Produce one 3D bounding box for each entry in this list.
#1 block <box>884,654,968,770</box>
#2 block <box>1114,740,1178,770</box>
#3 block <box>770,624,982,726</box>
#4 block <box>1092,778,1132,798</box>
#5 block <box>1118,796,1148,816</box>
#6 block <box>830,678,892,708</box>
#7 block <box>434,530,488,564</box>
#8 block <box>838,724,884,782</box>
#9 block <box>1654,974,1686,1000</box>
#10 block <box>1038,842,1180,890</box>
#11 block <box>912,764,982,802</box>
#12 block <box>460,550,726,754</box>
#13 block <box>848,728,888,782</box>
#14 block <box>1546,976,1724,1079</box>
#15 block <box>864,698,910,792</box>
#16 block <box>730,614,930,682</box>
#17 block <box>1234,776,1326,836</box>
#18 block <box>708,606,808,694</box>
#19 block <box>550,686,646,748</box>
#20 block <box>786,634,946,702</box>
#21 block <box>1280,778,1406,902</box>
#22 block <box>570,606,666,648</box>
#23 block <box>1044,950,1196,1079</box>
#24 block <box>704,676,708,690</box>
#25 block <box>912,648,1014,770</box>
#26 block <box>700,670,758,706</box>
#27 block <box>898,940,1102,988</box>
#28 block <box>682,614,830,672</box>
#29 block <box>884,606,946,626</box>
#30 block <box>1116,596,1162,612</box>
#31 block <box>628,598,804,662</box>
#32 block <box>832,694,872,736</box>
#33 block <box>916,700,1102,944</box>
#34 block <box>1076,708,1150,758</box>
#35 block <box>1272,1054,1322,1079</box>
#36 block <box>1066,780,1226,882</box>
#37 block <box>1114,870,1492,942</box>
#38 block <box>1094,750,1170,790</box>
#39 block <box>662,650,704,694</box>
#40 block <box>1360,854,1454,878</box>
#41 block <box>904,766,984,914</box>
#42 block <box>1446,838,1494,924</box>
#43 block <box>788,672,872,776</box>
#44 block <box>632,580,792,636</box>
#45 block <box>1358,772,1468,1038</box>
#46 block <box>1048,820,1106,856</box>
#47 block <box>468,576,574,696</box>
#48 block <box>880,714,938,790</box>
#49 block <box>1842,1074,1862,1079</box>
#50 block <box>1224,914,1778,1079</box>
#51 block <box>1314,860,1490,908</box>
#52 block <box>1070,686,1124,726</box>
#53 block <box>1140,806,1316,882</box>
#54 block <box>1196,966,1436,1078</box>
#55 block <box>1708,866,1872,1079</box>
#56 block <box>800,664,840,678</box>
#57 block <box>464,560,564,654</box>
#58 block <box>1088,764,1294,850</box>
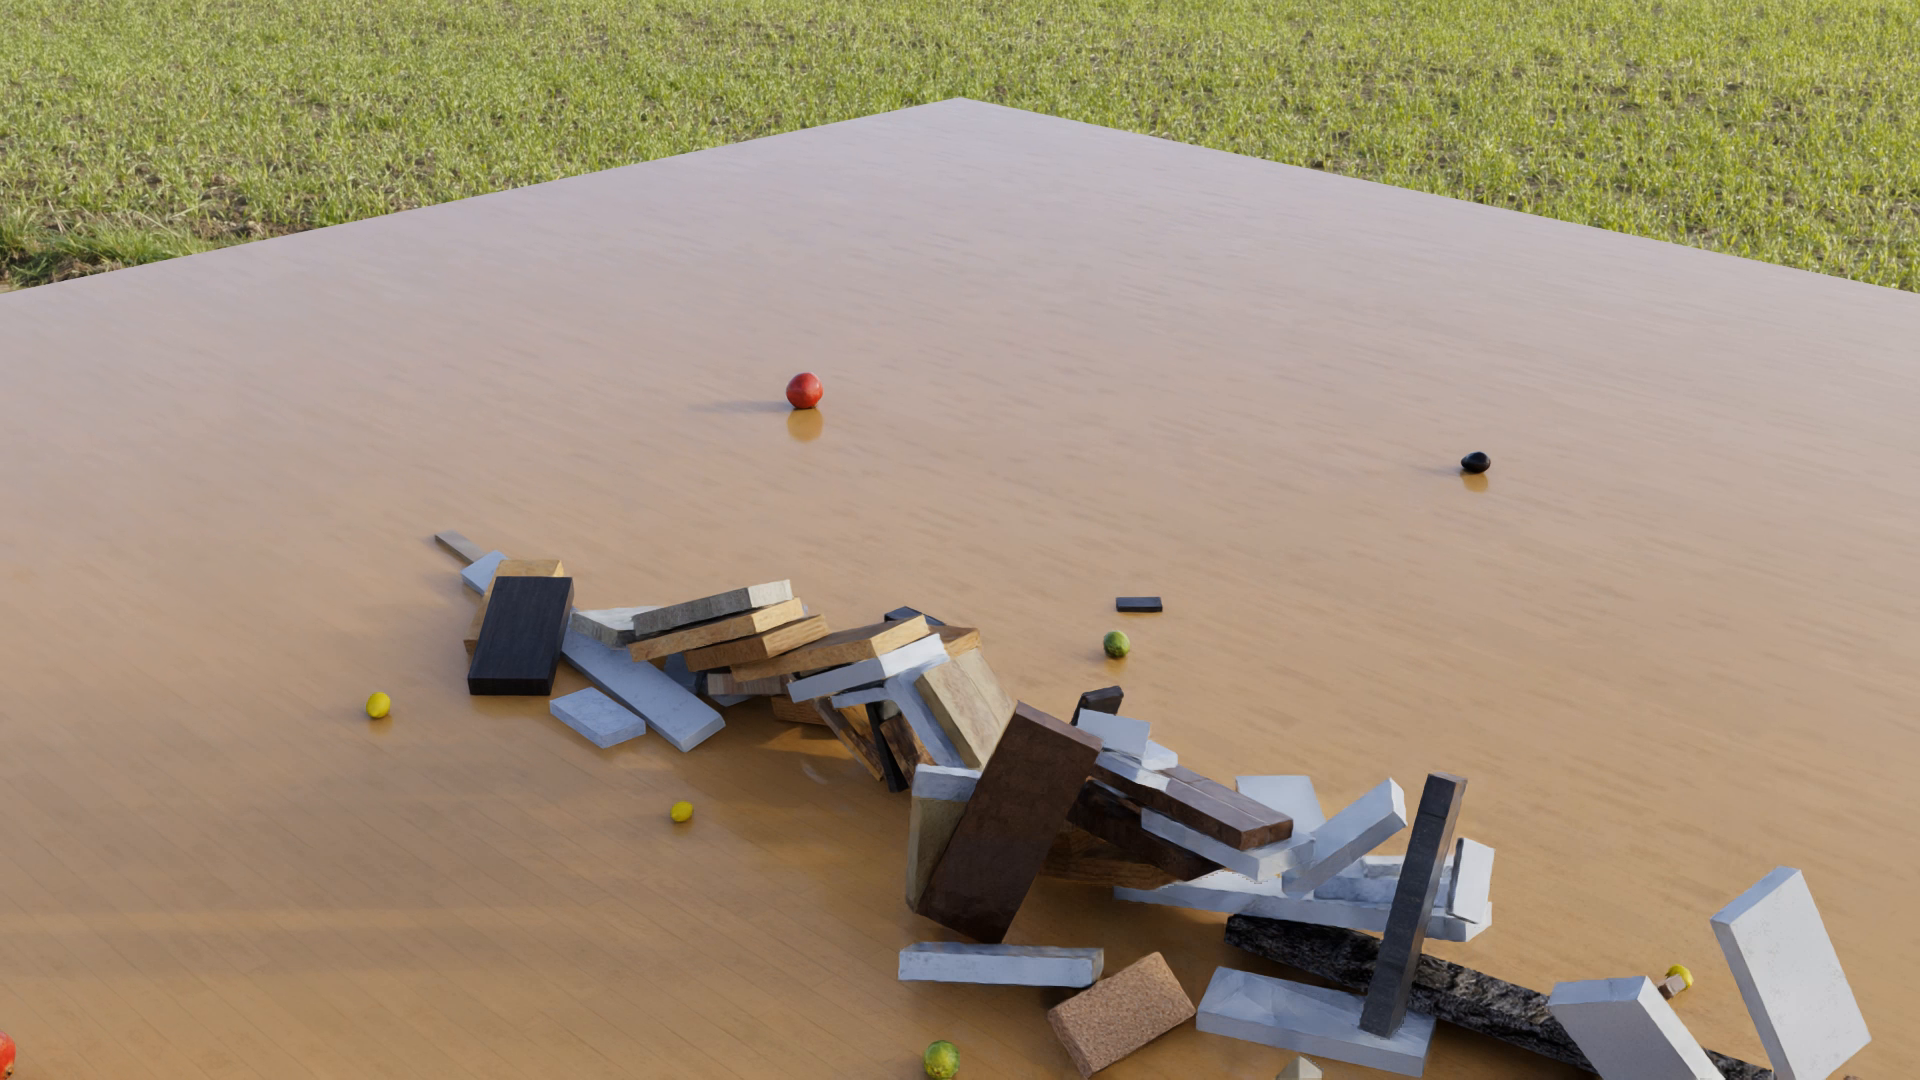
[{"bbox_3d":[-0.006,0.382,4.409,0.154,0.044,0.308,-21,71,-45],"label":"block"},{"bbox_3d":[0.319,0.390,4.103,0.085,0.024,0.169,-6,17,-33],"label":"block"},{"bbox_3d":[-0.182,0.297,4.927,0.180,0.051,0.485,2,19,45],"label":"block"},{"bbox_3d":[0.296,0.457,4.110,0.047,0.013,0.094,-9,19,-34],"label":"block"},{"bbox_3d":[0.339,0.489,4.062,0.047,0.013,0.095,-9,21,-31],"label":"block"},{"bbox_3d":[-0.164,0.309,4.528,0.195,0.028,0.098,-13,5,42],"label":"block"},{"bbox_3d":[-1.037,0.148,5.391,0.054,0.015,1.052,-17,28,-34],"label":"block"},{"bbox_3d":[-0.184,0.439,4.610,0.069,0.020,0.138,-24,60,-37],"label":"block"},{"bbox_3d":[1.097,0.761,3.588,0.166,0.023,0.083,-36,-16,28],"label":"block"},{"bbox_3d":[0.295,0.597,4.136,0.170,0.048,0.339,-13,7,-39],"label":"block"},{"bbox_3d":[-0.019,0.438,3.946,0.128,0.064,0.018,8,38,-7],"label":"block"},{"bbox_3d":[-0.878,0.239,5.115,0.108,0.031,1.115,-34,36,-23],"label":"block"},{"bbox_3d":[-0.164,0.437,4.592,0.069,0.020,0.138,-23,60,-37],"label":"block"},{"bbox_3d":[1.068,0.808,3.398,0.164,0.329,0.047,-19,26,48],"label":"block"},{"bbox_3d":[-0.125,0.413,4.544,0.098,0.195,0.028,-19,5,-38],"label":"block"},{"bbox_3d":[-0.280,0.229,4.593,0.142,0.040,0.540,-23,6,-38],"label":"block"},{"bbox_3d":[0.646,0.562,4.381,0.151,0.043,0.301,-1,23,-2],"label":"block"},{"bbox_3d":[-0.453,0.246,4.979,0.180,0.051,0.359,-1,22,3],"label":"block"},{"bbox_3d":[-0.793,0.387,4.809,0.108,0.031,0.217,-18,29,-37],"label":"block"},{"bbox_3d":[-0.198,0.266,4.539,0.154,0.044,0.374,-21,1,-36],"label":"block"},{"bbox_3d":[0.675,0.530,3.883,0.250,0.035,0.125,-39,12,20],"label":"block"},{"bbox_3d":[-0.755,0.200,5.120,0.142,0.040,0.284,20,12,32],"label":"block"},{"bbox_3d":[0.275,0.804,3.730,0.250,0.035,0.125,-19,69,-38],"label":"block"},{"bbox_3d":[-0.474,0.312,4.924,0.177,0.025,0.089,3,23,9],"label":"block"},{"bbox_3d":[0.053,0.376,4.369,0.154,0.044,0.308,-23,74,-41],"label":"block"},{"bbox_3d":[-0.543,0.322,4.969,0.089,0.025,0.177,-18,29,-36],"label":"block"},{"bbox_3d":[0.074,0.740,3.840,0.334,0.047,0.167,0,-4,10],"label":"block"},{"bbox_3d":[-0.441,0.223,4.734,0.164,0.046,0.328,-20,4,-38],"label":"block"},{"bbox_3d":[-0.108,0.198,5.269,0.070,0.020,0.140,-21,31,-40],"label":"block"},{"bbox_3d":[0.437,0.158,5.369,0.109,0.015,0.054,0,23,-1],"label":"block"},{"bbox_3d":[-0.541,0.199,4.848,0.410,0.043,0.151,-14,4,40],"label":"block"},{"bbox_3d":[-0.208,0.360,4.634,0.069,0.020,0.138,-13,32,-24],"label":"block"},{"bbox_3d":[0.085,0.514,3.928,0.164,0.458,0.046,25,24,0],"label":"block"},{"bbox_3d":[0.272,0.346,3.933,0.128,0.018,0.064,11,67,8],"label":"block"},{"bbox_3d":[0.476,0.943,3.318,0.047,0.167,0.334,37,24,-9],"label":"block"},{"bbox_3d":[0.355,0.523,4.058,0.170,0.048,0.339,-13,24,-39],"label":"block"},{"bbox_3d":[0.610,0.651,3.976,0.674,0.041,0.143,2,5,31],"label":"block"},{"bbox_3d":[0.288,0.406,3.966,0.085,0.024,0.169,21,0,-42],"label":"block"},{"bbox_3d":[-0.624,0.292,4.975,0.089,0.025,0.177,-10,31,11],"label":"block"},{"bbox_3d":[0.801,0.580,3.908,0.166,0.023,0.083,0,4,3],"label":"block"},{"bbox_3d":[-0.023,0.557,4.077,0.142,0.284,0.040,-12,37,-23],"label":"block"},{"bbox_3d":[0.837,0.560,3.607,0.064,0.128,0.018,22,-21,-22],"label":"block"},{"bbox_3d":[-0.251,0.374,4.673,0.070,0.020,0.298,-23,60,-37],"label":"block"},{"bbox_3d":[-0.558,0.152,4.949,0.328,0.046,0.164,-14,-2,29],"label":"block"},{"bbox_3d":[0.754,0.600,3.650,0.047,0.430,0.167,16,1,20],"label":"block"},{"bbox_3d":[0.158,0.548,4.271,0.170,0.048,0.339,-18,11,-39],"label":"block"},{"bbox_3d":[-1.007,0.218,5.063,0.180,0.051,0.359,0,38,1],"label":"block"},{"bbox_3d":[-0.079,0.447,4.501,0.098,0.195,0.028,-19,-14,-38],"label":"block"},{"bbox_3d":[1.256,0.892,3.206,0.047,0.328,0.164,21,71,15],"label":"block"},{"bbox_3d":[1.027,0.827,3.682,1.232,0.047,0.164,15,11,32],"label":"block"},{"bbox_3d":[0.787,0.611,3.919,0.286,0.041,0.143,1,4,22],"label":"block"},{"bbox_3d":[0.249,0.354,4.208,0.085,0.169,0.024,-9,45,-33],"label":"block"},{"bbox_3d":[0.475,0.522,3.916,0.143,0.041,0.286,-12,21,-38],"label":"block"},{"bbox_3d":[0.611,0.823,3.769,0.386,0.040,0.142,8,24,19],"label":"block"},{"bbox_3d":[1.164,0.616,3.080,0.142,0.283,0.040,-30,12,-19],"label":"block"},{"bbox_3d":[-0.267,0.257,4.662,0.140,0.020,0.070,-20,1,35],"label":"block"},{"bbox_3d":[-1.059,0.157,5.227,0.151,0.043,0.301,0,38,9],"label":"block"},{"bbox_3d":[0.393,0.455,3.991,0.125,0.035,0.469,-7,18,-36],"label":"block"}]
